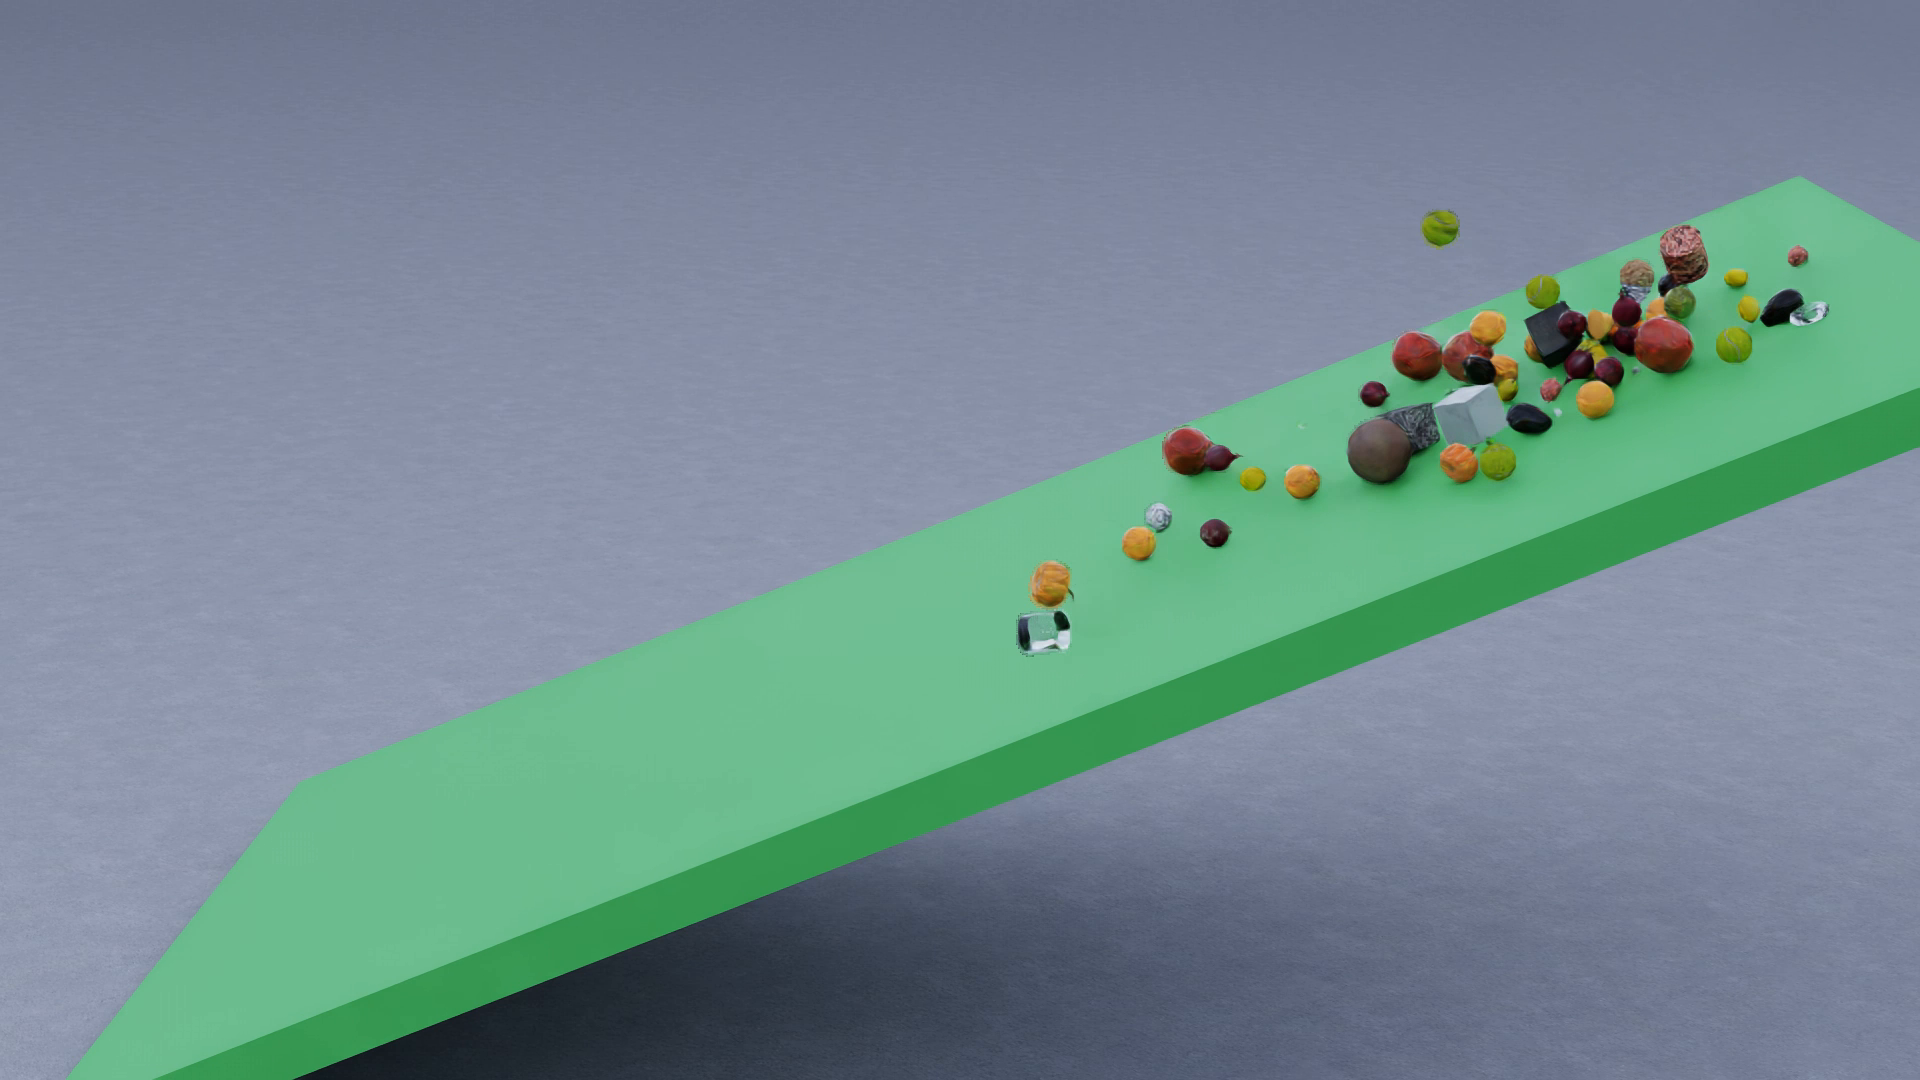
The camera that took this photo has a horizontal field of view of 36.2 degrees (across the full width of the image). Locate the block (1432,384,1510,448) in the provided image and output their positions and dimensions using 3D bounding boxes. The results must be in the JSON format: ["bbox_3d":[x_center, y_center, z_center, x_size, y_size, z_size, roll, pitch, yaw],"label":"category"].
[{"bbox_3d":[1.034,-0.252,5.949,0.092,0.092,0.092,-32,15,-34],"label":"block"}]

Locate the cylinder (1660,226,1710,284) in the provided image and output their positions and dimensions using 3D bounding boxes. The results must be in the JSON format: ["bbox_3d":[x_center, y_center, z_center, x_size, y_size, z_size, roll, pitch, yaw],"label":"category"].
[{"bbox_3d":[1.494,-0.589,6.068,0.085,0.085,0.085,-15,48,17],"label":"cylinder"}]

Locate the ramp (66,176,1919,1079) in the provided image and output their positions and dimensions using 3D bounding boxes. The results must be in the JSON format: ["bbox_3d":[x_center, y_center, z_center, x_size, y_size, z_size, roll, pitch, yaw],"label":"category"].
[{"bbox_3d":[0.128,0.171,6.287,4.000,0.100,2.000,-22,12,8],"label":"ramp"}]

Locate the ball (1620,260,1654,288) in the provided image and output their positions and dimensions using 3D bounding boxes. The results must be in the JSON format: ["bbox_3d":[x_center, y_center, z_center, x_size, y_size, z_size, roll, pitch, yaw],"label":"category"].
[{"bbox_3d":[1.458,-0.567,6.339,0.074,0.074,0.074,0,15,0],"label":"ball"}]

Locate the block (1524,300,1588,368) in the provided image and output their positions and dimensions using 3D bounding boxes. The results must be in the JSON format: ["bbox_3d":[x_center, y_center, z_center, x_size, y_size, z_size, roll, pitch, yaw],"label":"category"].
[{"bbox_3d":[1.255,-0.432,6.190,0.093,0.093,0.093,-27,-19,9],"label":"block"}]

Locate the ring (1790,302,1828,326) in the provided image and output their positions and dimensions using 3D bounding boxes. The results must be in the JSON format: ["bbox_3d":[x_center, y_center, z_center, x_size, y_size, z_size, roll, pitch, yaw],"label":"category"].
[{"bbox_3d":[1.661,-0.443,5.752,0.078,0.026,0.078,-22,14,6],"label":"ring"}]

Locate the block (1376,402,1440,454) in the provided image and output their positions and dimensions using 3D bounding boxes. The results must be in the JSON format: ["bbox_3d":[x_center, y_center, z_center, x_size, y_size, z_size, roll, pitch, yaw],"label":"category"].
[{"bbox_3d":[0.922,-0.229,6.047,0.082,0.082,0.082,-19,7,-39],"label":"block"}]

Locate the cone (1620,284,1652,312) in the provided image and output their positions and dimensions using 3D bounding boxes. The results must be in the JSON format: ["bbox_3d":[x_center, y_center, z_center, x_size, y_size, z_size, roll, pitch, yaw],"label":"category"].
[{"bbox_3d":[1.421,-0.526,6.220,0.061,0.061,0.061,36,22,7],"label":"cone"}]

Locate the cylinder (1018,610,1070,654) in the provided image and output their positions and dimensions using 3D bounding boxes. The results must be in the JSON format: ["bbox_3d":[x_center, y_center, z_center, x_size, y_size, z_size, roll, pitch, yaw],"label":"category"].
[{"bbox_3d":[0.163,0.179,5.695,0.077,0.077,0.077,-8,9,30],"label":"cylinder"}]

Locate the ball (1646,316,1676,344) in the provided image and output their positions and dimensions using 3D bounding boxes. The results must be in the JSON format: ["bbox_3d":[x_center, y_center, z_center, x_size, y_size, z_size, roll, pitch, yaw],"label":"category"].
[{"bbox_3d":[1.436,-0.431,6.034,0.059,0.059,0.059,0,15,0],"label":"ball"}]

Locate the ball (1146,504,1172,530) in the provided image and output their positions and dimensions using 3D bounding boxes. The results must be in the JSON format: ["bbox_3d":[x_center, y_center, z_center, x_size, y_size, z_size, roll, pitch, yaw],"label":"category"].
[{"bbox_3d":[0.426,-0.050,6.297,0.057,0.057,0.057,0,15,0],"label":"ball"}]

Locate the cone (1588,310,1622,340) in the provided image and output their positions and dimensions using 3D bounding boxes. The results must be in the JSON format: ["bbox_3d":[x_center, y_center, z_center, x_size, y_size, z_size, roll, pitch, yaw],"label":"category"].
[{"bbox_3d":[1.341,-0.451,6.077,0.063,0.063,0.063,-12,18,-20],"label":"cone"}]
